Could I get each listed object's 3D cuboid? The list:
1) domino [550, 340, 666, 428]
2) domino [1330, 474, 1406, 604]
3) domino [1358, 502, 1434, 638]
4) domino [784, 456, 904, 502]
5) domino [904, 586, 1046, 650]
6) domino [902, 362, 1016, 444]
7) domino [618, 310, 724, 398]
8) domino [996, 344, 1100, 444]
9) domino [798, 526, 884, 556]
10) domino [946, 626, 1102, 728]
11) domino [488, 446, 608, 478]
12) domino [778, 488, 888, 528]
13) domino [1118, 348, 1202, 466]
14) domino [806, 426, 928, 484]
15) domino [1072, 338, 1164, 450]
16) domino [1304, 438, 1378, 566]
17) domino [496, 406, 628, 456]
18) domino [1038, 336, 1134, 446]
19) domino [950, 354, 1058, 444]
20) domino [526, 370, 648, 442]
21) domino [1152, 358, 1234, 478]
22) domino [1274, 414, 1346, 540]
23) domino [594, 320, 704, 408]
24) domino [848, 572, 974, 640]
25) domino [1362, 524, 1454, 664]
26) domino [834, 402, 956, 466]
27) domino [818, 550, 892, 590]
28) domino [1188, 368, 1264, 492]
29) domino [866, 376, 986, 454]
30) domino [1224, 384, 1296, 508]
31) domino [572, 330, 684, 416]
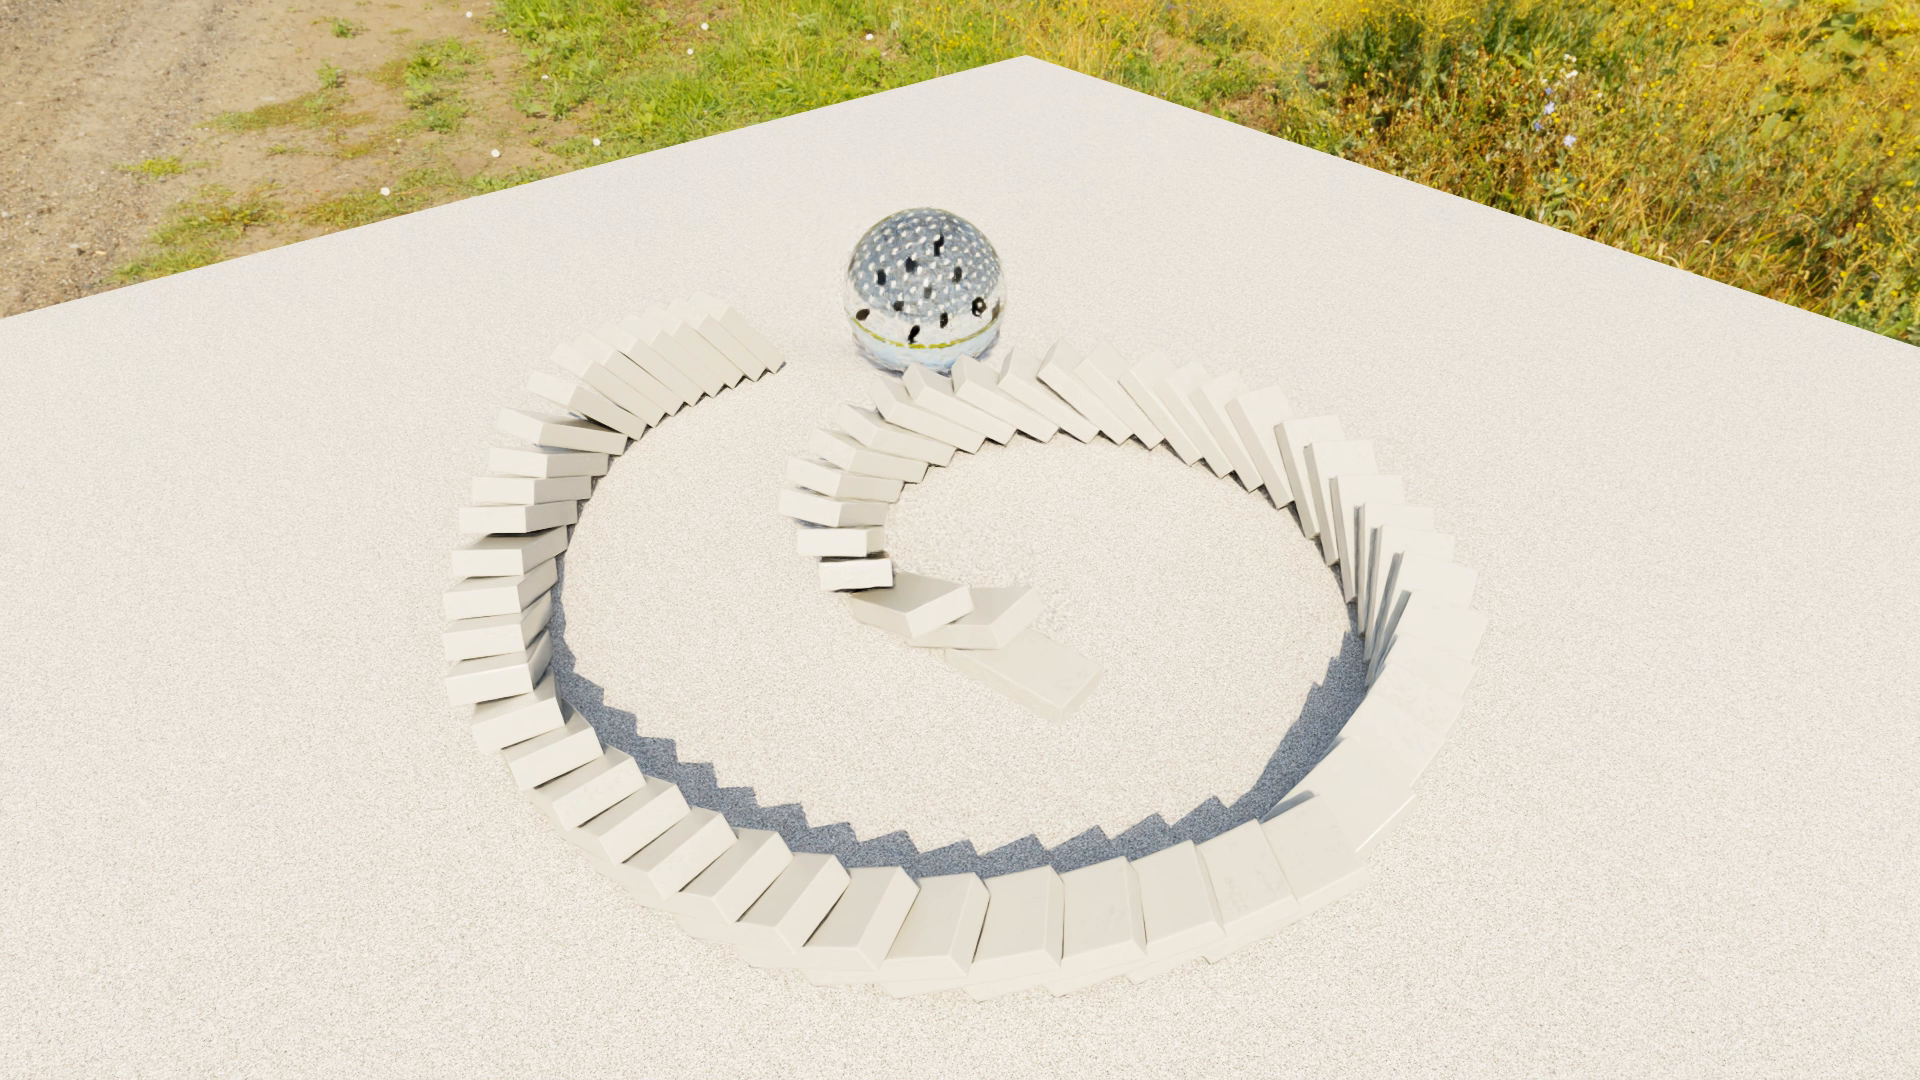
[{"bbox_3d":[-0.160,-0.070,0.501,0.025,0.050,0.009,30,84,31],"label":"domino"},{"bbox_3d":[0.160,-0.001,0.426,0.025,0.010,0.050,0,69,0],"label":"domino"},{"bbox_3d":[0.162,0.012,0.409,0.025,0.009,0.050,5,72,6],"label":"domino"},{"bbox_3d":[-0.047,-0.025,0.452,0.025,0.009,0.050,21,9,25],"label":"domino"},{"bbox_3d":[0.004,0.027,0.390,0.050,0.009,0.025,-5,27,49],"label":"domino"},{"bbox_3d":[0.000,-0.062,0.497,0.050,0.010,0.025,21,25,-29],"label":"domino"},{"bbox_3d":[-0.136,-0.087,0.521,0.025,0.050,0.009,30,83,32],"label":"domino"},{"bbox_3d":[0.042,-0.067,0.506,0.050,0.010,0.025,30,38,-13],"label":"domino"},{"bbox_3d":[-0.045,0.000,0.421,0.025,0.010,0.050,0,2,3],"label":"domino"},{"bbox_3d":[0.022,0.044,0.390,0.050,0.010,0.025,26,46,28],"label":"domino"},{"bbox_3d":[-0.172,-0.033,0.463,0.025,0.010,0.050,8,6,9],"label":"domino"},{"bbox_3d":[-0.050,-0.013,0.438,0.025,0.010,0.050,14,6,16],"label":"domino"},{"bbox_3d":[0.096,-0.060,0.495,0.025,0.010,0.050,-38,88,-37],"label":"domino"},{"bbox_3d":[-0.039,-0.036,0.466,0.025,0.010,0.050,30,14,31],"label":"domino"},{"bbox_3d":[0.076,-0.067,0.502,0.050,0.009,0.025,44,41,-4],"label":"domino"},{"bbox_3d":[0.156,-0.015,0.442,0.025,0.009,0.050,-3,71,-6],"label":"domino"},{"bbox_3d":[-0.172,-0.047,0.479,0.025,0.010,0.050,20,7,24],"label":"domino"},{"bbox_3d":[0.060,-0.068,0.504,0.050,0.010,0.025,39,38,-12],"label":"domino"},{"bbox_3d":[0.020,-0.065,0.502,0.050,0.010,0.025,24,31,-23],"label":"domino"},{"bbox_3d":[-0.165,-0.059,0.489,0.025,0.050,0.010,21,85,23],"label":"domino"},{"bbox_3d":[0.110,-0.054,0.488,0.025,0.010,0.050,-33,85,-35],"label":"domino"},{"bbox_3d":[0.150,-0.027,0.456,0.025,0.010,0.050,-8,72,-10],"label":"domino"},{"bbox_3d":[-0.145,-0.082,0.515,0.025,0.050,0.009,30,83,32],"label":"domino"},{"bbox_3d":[-0.018,0.023,0.396,0.025,0.009,0.050,-24,15,-25],"label":"domino"},{"bbox_3d":[0.161,0.021,0.395,0.025,0.009,0.050,9,75,7],"label":"domino"},{"bbox_3d":[-0.028,-0.045,0.478,0.050,0.010,0.025,9,23,-49],"label":"domino"},{"bbox_3d":[-0.038,0.011,0.408,0.025,0.010,0.050,-4,3,-5],"label":"domino"},{"bbox_3d":[0.123,-0.048,0.480,0.025,0.009,0.050,-26,81,-32],"label":"domino"},{"bbox_3d":[-0.015,-0.056,0.490,0.050,0.010,0.025,17,25,-37],"label":"domino"},{"bbox_3d":[0.136,-0.041,0.470,0.025,0.009,0.050,-18,77,-28],"label":"domino"},{"bbox_3d":[-0.153,-0.077,0.508,0.025,0.050,0.010,30,84,32],"label":"domino"}]
